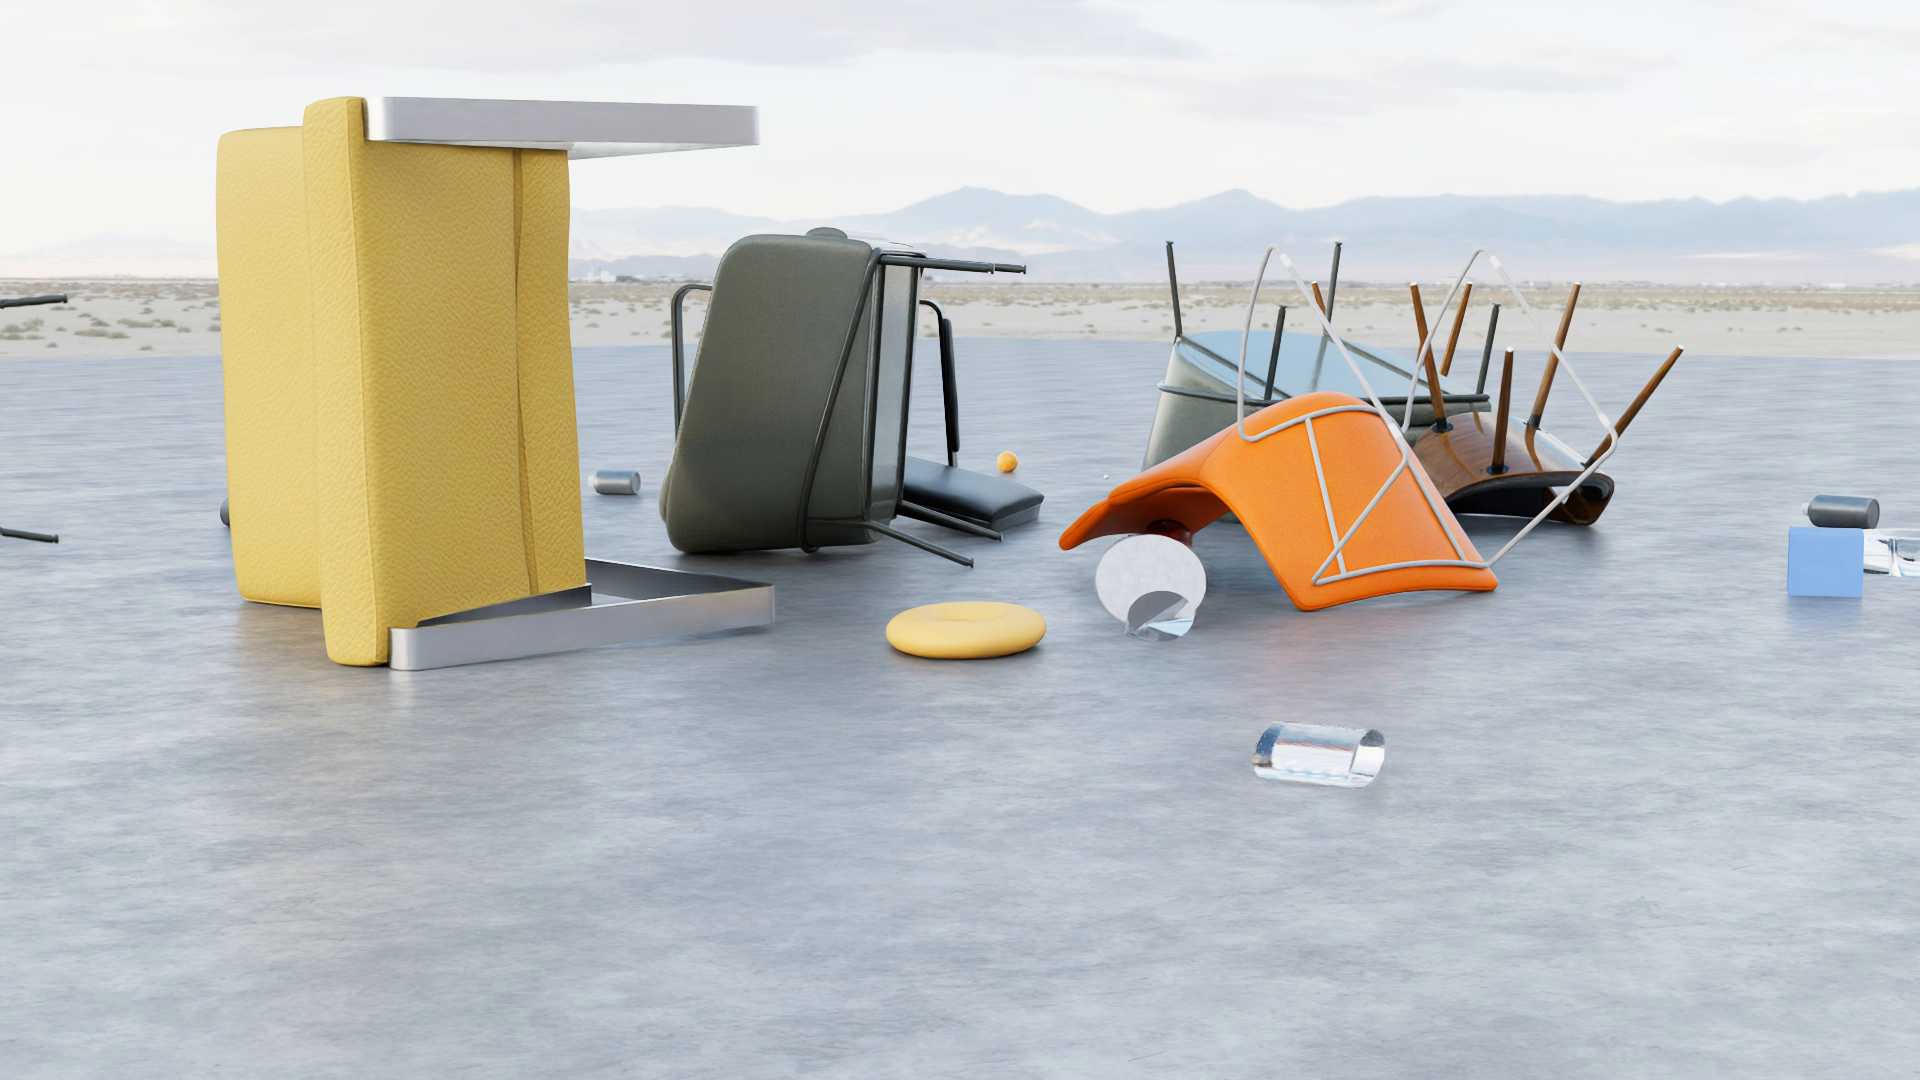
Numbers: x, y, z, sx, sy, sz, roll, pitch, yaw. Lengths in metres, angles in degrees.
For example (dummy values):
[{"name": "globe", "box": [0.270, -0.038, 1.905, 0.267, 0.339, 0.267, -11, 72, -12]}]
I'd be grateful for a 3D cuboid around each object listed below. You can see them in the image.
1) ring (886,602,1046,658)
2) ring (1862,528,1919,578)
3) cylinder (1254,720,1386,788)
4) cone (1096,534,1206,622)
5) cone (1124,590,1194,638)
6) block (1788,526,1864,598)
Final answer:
[{"name": "ring", "box": [0.012, 0.159, 4.564, 0.282, 0.064, 0.380, 1, 6, 11]}, {"name": "ring", "box": [2.151, 0.030, 5.694, 0.422, 0.088, 0.280, 2, 7, 16]}, {"name": "cylinder", "box": [0.470, 0.280, 3.350, 0.133, 0.069, 0.122, 4, 16, 31]}, {"name": "cone", "box": [0.388, 0.111, 4.922, 0.217, 0.183, 0.200, 15, -14, 23]}, {"name": "cone", "box": [0.334, 0.155, 4.693, 0.168, 0.094, 0.105, -7, -20, -36]}, {"name": "block", "box": [1.808, 0.045, 5.362, 0.146, 0.126, 0.168, 2, 6, 17]}]
